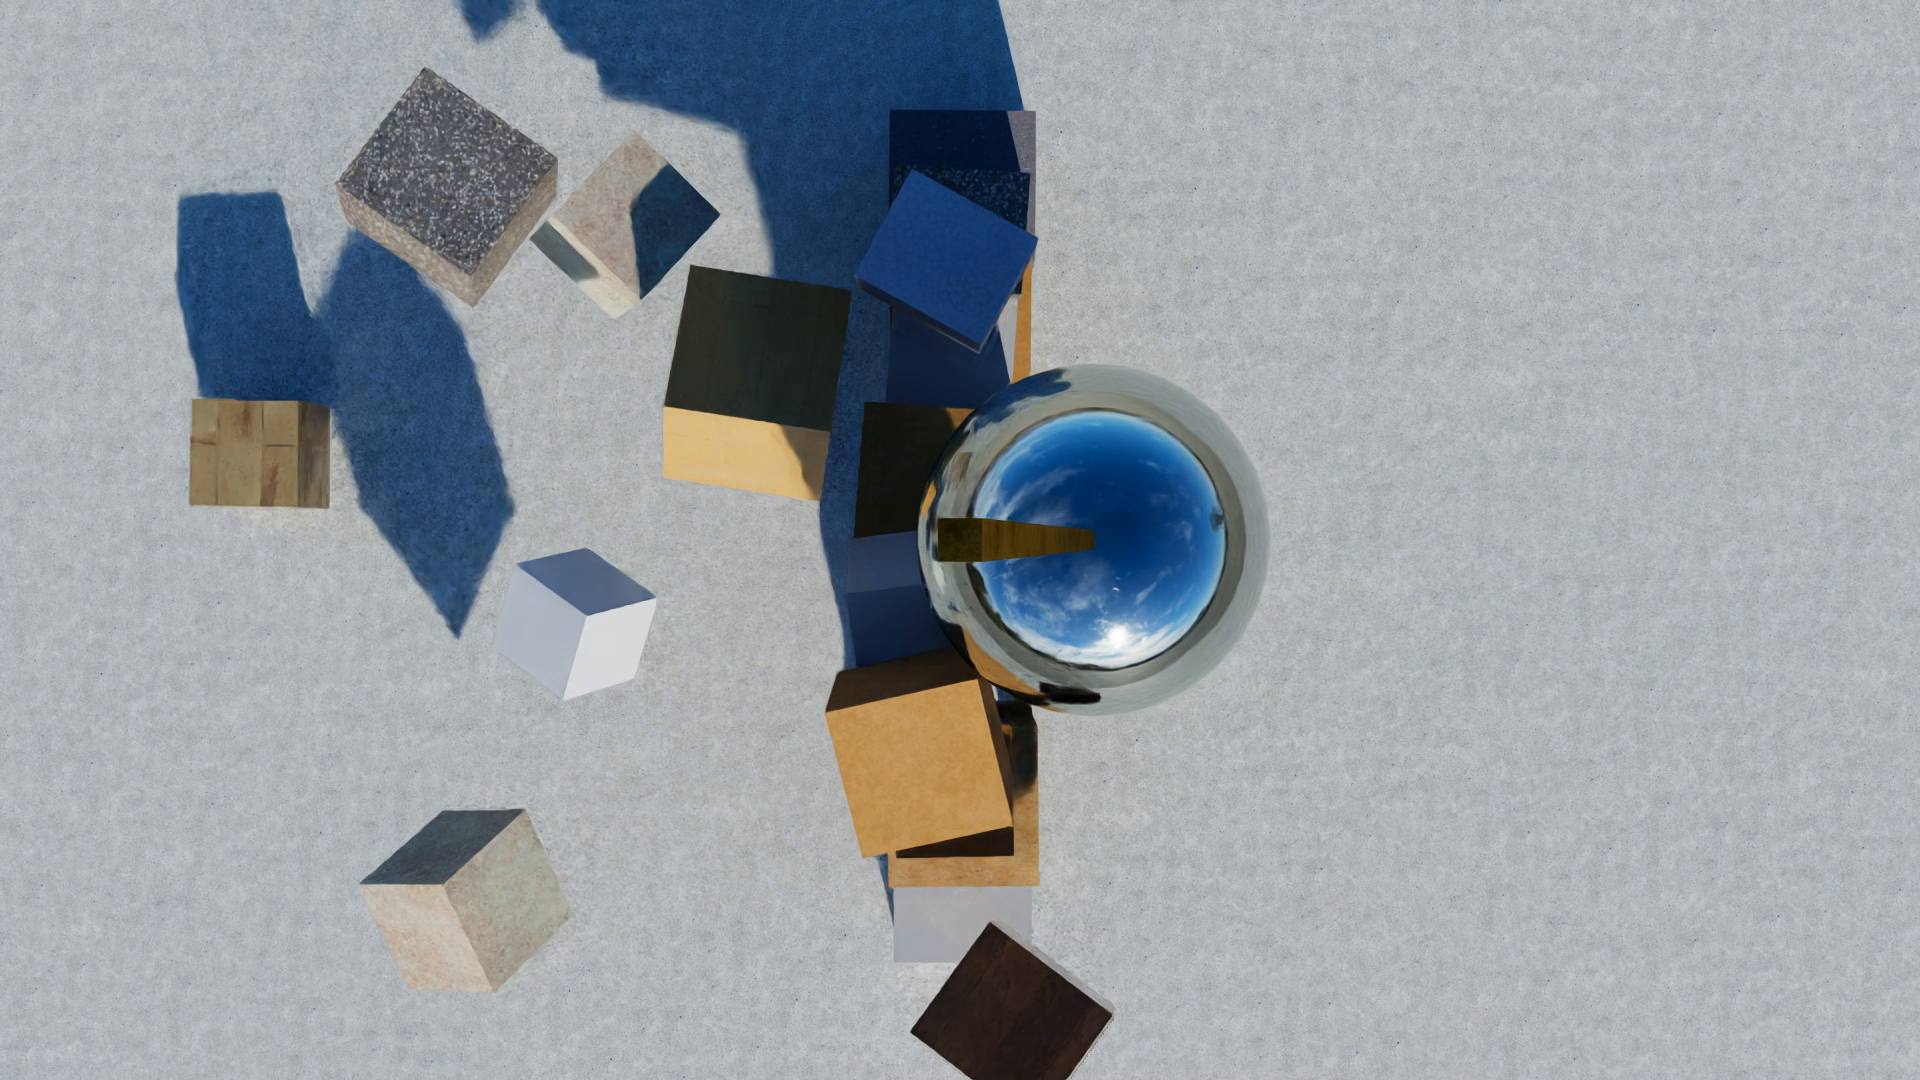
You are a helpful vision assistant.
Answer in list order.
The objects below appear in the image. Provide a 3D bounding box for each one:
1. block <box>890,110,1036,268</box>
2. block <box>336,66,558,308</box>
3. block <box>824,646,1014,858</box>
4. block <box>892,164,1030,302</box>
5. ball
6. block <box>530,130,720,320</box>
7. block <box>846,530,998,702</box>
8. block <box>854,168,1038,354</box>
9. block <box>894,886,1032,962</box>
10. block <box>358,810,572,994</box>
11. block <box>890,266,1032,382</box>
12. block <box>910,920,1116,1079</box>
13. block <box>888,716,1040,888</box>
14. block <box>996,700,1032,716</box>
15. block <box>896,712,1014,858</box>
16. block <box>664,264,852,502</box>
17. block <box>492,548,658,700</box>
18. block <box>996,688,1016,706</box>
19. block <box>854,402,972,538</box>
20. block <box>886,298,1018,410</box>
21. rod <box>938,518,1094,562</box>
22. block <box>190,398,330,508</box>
[{"bbox_3d":[0.013,-1.960,12.574,0.809,0.852,0.828,0,90,0],"label":"block"},{"bbox_3d":[-2.560,-1.756,11.038,0.779,0.678,0.738,35,78,-5],"label":"block"},{"bbox_3d":[-0.176,0.978,10.417,0.716,0.702,0.718,-13,101,4],"label":"block"},{"bbox_3d":[-0.008,-1.620,11.770,0.702,0.755,0.627,4,91,0],"label":"block"},{"bbox_3d":[0.600,0.000,9.947,1.600,1.600,1.600,0,90,0],"label":"ball"},{"bbox_3d":[-1.828,-1.704,11.972,0.639,0.606,0.663,44,71,-13],"label":"block"},{"bbox_3d":[-0.188,0.392,11.020,0.658,0.734,0.664,-7,111,2],"label":"block"},{"bbox_3d":[-0.067,-1.383,11.033,0.702,0.728,0.587,29,91,0],"label":"block"},{"bbox_3d":[0.014,2.029,12.673,0.776,0.654,0.677,0,90,0],"label":"block"},{"bbox_3d":[-2.626,1.918,11.729,0.628,0.696,0.676,-6,114,33],"label":"block"},{"bbox_3d":[0.004,-1.213,12.663,0.790,0.673,0.664,0,90,0],"label":"block"},{"bbox_3d":[0.269,2.312,10.616,0.718,0.644,0.634,36,86,9],"label":"block"},{"bbox_3d":[0.017,1.391,11.812,0.786,0.706,0.829,-1,90,0],"label":"block"},{"bbox_3d":[-0.015,1.241,12.582,0.835,0.836,0.889,-1,90,0],"label":"block"},{"bbox_3d":[-0.028,1.236,11.151,0.579,0.608,0.649,-1,91,1],"label":"block"},{"bbox_3d":[-1.083,-0.824,11.725,0.855,0.832,0.847,9,65,-4],"label":"block"},{"bbox_3d":[-1.919,0.409,10.966,0.521,0.498,0.483,32,116,27],"label":"block"},{"bbox_3d":[-0.071,0.579,11.827,0.658,0.694,0.659,-6,83,2],"label":"block"},{"bbox_3d":[-0.122,-0.236,11.797,0.811,0.862,0.801,4,82,0],"label":"block"},{"bbox_3d":[-0.045,-0.981,11.990,0.661,0.674,0.647,4,90,0],"label":"block"},{"bbox_3d":[0.260,0.000,6.564,0.080,5.200,0.080,0,90,6],"label":"rod"},{"bbox_3d":[-4.029,-0.491,12.693,0.606,0.607,0.597,1,90,1],"label":"block"}]
